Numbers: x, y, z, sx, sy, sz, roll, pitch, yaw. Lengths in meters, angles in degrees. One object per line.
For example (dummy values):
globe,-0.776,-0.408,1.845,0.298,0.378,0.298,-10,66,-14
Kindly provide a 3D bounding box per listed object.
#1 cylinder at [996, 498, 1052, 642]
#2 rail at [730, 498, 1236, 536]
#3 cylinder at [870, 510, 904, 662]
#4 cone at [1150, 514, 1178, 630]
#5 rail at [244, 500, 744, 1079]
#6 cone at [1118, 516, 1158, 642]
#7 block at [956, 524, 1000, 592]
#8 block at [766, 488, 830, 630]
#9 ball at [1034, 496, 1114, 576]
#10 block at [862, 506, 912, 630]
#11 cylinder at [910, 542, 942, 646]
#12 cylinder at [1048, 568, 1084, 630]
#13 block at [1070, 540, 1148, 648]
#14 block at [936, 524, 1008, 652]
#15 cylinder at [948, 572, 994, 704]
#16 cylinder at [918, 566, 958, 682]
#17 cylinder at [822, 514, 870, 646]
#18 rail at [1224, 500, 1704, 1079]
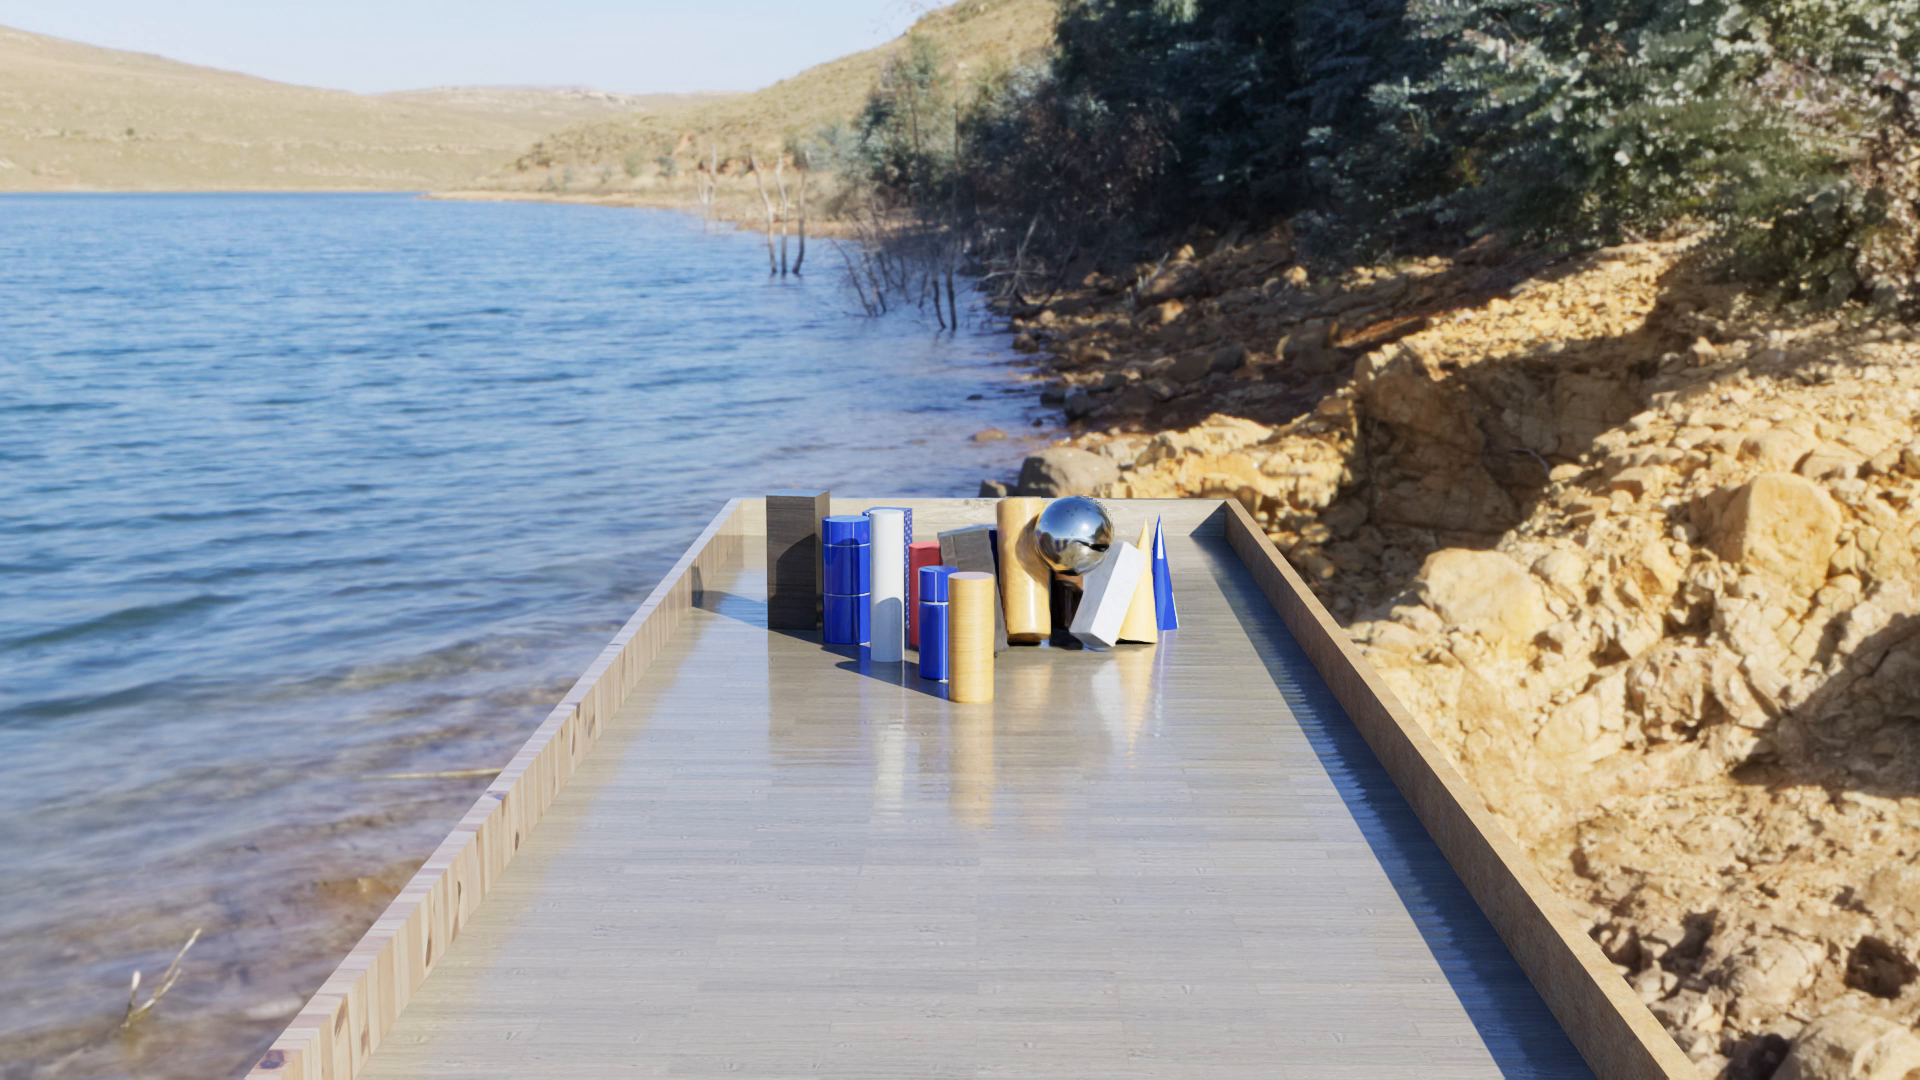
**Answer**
cylinder,0.200,0.096,6.937,0.156,0.434,0.156,-2,-15,0
rail,0.099,-0.098,9.147,2.100,0.150,0.050,0,9,1
cylinder,-0.223,0.138,6.692,0.105,0.453,0.105,0,9,0
cone,0.649,0.097,7.189,0.137,0.379,0.137,0,9,0
rail,-1.004,0.839,3.234,0.050,0.150,12.000,0,9,1
cone,0.569,0.116,6.970,0.166,0.390,0.166,7,4,0
block,0.093,0.117,7.223,0.149,0.320,0.149,3,9,36
block,-0.529,0.062,7.212,0.166,0.439,0.166,2,9,13
ball,0.351,-0.012,6.831,0.247,0.247,0.247,0,9,0
block,-0.236,0.093,7.188,0.132,0.387,0.132,2,9,14
cylinder,-0.091,0.170,6.945,0.140,0.311,0.140,0,9,0
cylinder,0.348,0.128,7.201,0.115,0.312,0.115,0,9,0
block,0.463,0.169,6.864,0.104,0.320,0.104,34,-22,-30
block,0.038,0.156,6.736,0.152,0.376,0.152,-10,6,-2
cylinder,0.031,0.273,6.159,0.129,0.352,0.129,0,9,0
cylinder,-0.062,0.243,6.443,0.117,0.323,0.117,0,9,0
cylinder,-0.357,0.126,6.964,0.155,0.392,0.155,0,9,0
rail,1.046,0.843,3.208,0.050,0.150,12.000,0,9,1
